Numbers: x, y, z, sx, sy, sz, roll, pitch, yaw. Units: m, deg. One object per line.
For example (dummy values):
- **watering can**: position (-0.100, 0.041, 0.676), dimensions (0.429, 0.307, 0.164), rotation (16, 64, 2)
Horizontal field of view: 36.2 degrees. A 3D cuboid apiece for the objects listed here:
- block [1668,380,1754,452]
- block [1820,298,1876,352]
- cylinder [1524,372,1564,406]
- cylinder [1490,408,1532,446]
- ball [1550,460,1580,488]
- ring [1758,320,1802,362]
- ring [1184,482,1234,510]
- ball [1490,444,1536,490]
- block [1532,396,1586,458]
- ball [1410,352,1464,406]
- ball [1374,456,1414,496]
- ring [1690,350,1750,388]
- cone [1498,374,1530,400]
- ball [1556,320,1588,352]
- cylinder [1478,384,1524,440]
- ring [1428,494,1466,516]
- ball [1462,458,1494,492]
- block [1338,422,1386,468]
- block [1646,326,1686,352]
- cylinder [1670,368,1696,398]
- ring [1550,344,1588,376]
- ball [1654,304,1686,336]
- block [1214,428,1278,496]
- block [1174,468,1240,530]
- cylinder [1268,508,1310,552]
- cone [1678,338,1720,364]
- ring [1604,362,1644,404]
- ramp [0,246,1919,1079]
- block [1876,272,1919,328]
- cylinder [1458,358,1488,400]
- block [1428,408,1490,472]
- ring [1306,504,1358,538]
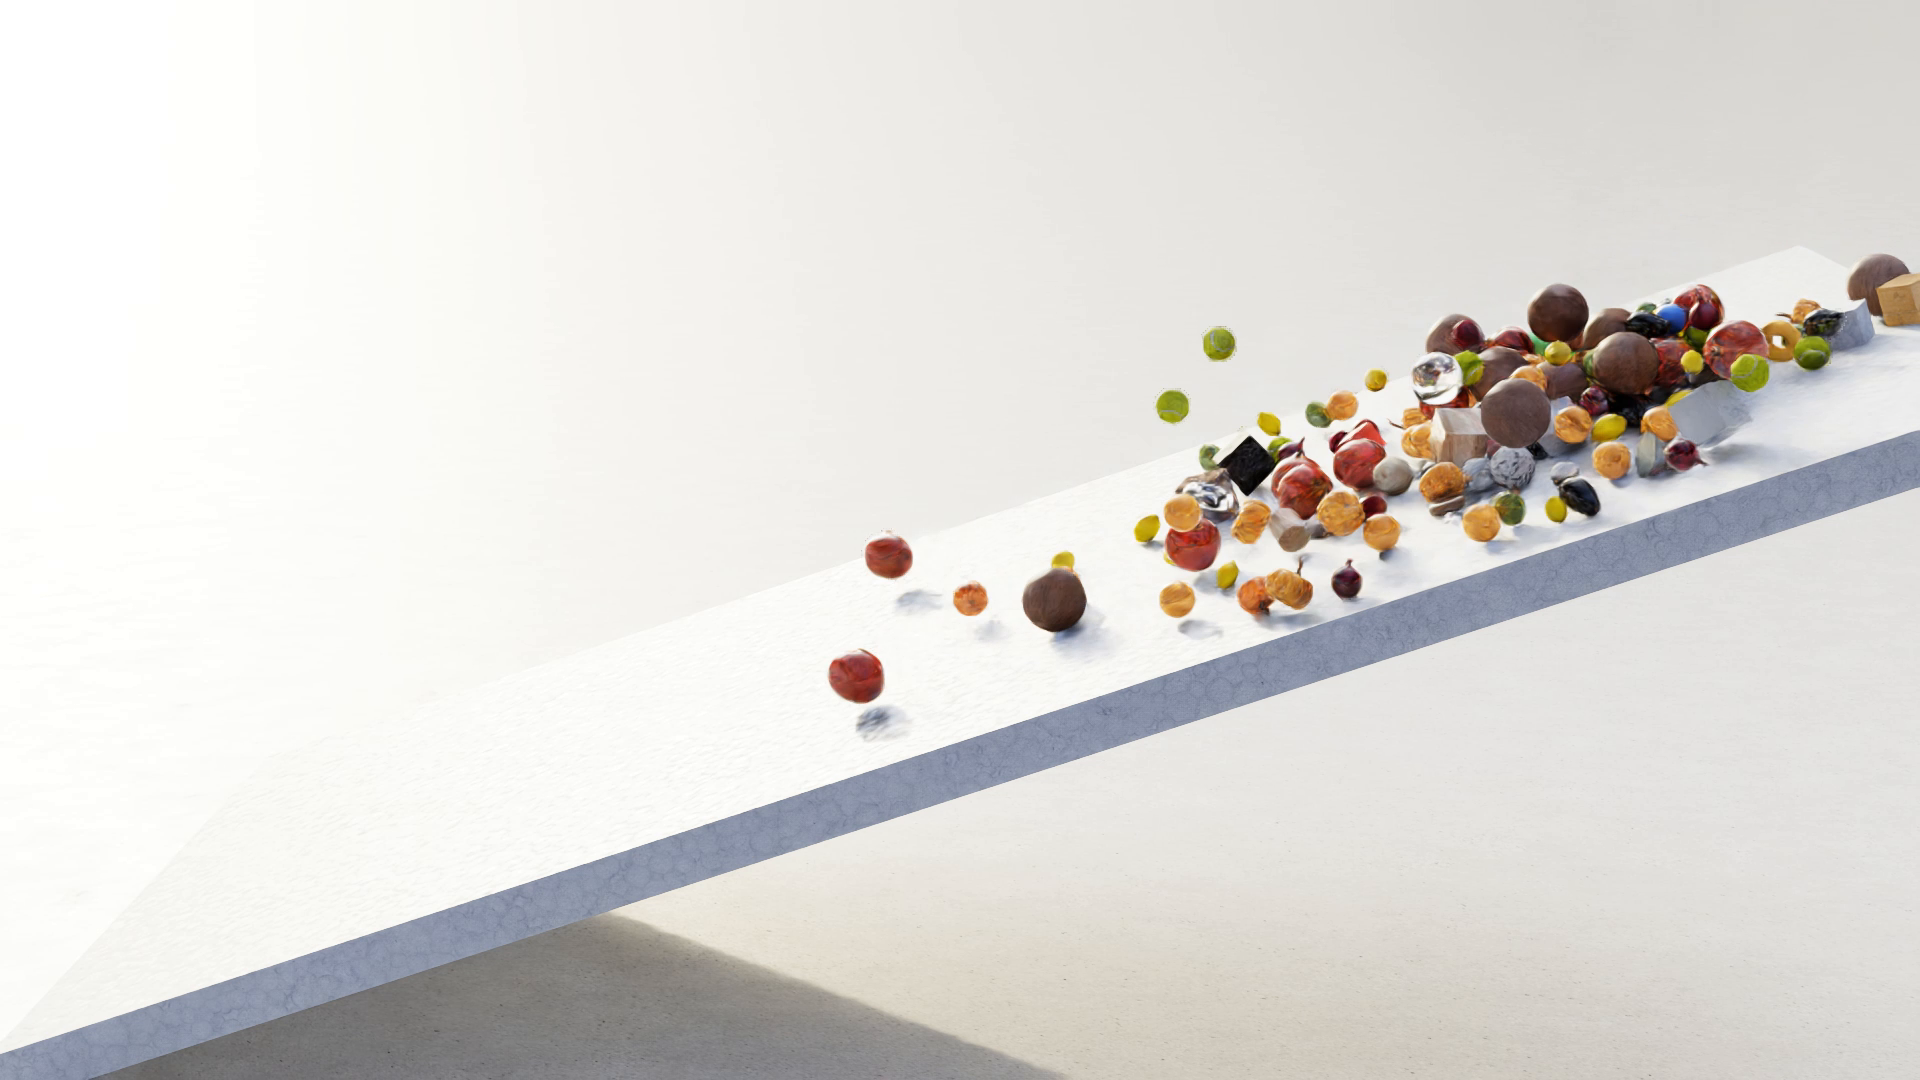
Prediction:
- **block**: position (1.391, -0.232, 5.453), dimensions (0.092, 0.092, 0.092), rotation (-11, -21, -44)
- **block**: position (1.785, -0.432, 5.916), dimensions (0.075, 0.075, 0.075), rotation (-11, 14, 36)
- **cylinder**: position (1.205, -0.306, 6.067), dimensions (0.059, 0.059, 0.059), rotation (24, 27, -13)
- **cylinder**: position (1.114, -0.228, 5.957), dimensions (0.060, 0.060, 0.060), rotation (-37, -6, 28)
- **ball**: position (1.147, -0.124, 5.574), dimensions (0.053, 0.053, 0.053), rotation (0, 12, 0)
- **ring**: position (1.638, -0.396, 5.874), dimensions (0.092, 0.092, 0.031), rotation (7, 35, 29)
- **ring**: position (0.523, -0.092, 6.192), dimensions (0.108, 0.036, 0.108), rotation (12, 15, -3)
- **ball**: position (1.072, -0.142, 5.707), dimensions (0.088, 0.088, 0.088), rotation (0, 12, 0)
- **block**: position (1.189, -0.225, 5.839), dimensions (0.077, 0.077, 0.077), rotation (-18, -37, 24)
- **ball**: position (0.900, -0.304, 5.551), dimensions (0.099, 0.099, 0.099), rotation (0, 12, 0)
- **ball**: position (0.883, -0.130, 5.992), dimensions (0.081, 0.081, 0.081), rotation (0, 12, 0)
- **ring**: position (1.485, -0.331, 5.748), dimensions (0.121, 0.040, 0.121), rotation (-15, -24, -7)
- **cone**: position (1.219, -0.323, 6.372), dimensions (0.083, 0.083, 0.083), rotation (-7, 13, -4)
- **ball**: position (1.312, -0.437, 6.312), dimensions (0.067, 0.067, 0.067), rotation (0, 12, 0)
- **cylinder**: position (1.135, -0.268, 6.200), dimensions (0.090, 0.090, 0.090), rotation (5, 30, 23)
- **ring**: position (0.948, -0.068, 5.724), dimensions (0.075, 0.025, 0.075), rotation (-20, 10, 4)
- **ball**: position (1.021, -0.129, 5.786), dimensions (0.067, 0.067, 0.067), rotation (0, 12, 0)
- **block**: position (0.864, -0.205, 6.325), dimensions (0.062, 0.062, 0.062), rotation (-41, 4, -31)
- **block**: position (1.552, -0.450, 6.466), dimensions (0.054, 0.054, 0.054), rotation (-26, 13, -30)
- **cylinder**: position (1.459, -0.308, 5.884), dimensions (0.054, 0.054, 0.054), rotation (43, 18, 2)
- **ring**: position (1.313, -0.409, 6.502), dimensions (0.147, 0.049, 0.147), rotation (-3, -26, -2)
- **ball**: position (1.465, -0.455, 6.069), dimensions (0.065, 0.065, 0.065), rotation (0, 12, 0)
- **block**: position (0.633, -0.172, 6.508), dimensions (0.097, 0.097, 0.097), rotation (-43, 9, 7)
- **block**: position (0.535, -0.089, 6.363), dimensions (0.094, 0.094, 0.094), rotation (-14, 12, 27)
- **cylinder**: position (0.651, -0.020, 5.821), dimensions (0.065, 0.065, 0.065), rotation (-4, 36, -17)
- **cone**: position (1.528, -0.401, 6.127), dimensions (0.076, 0.076, 0.076), rotation (22, 11, -5)
- **ring**: position (1.374, -0.326, 6.085), dimensions (0.086, 0.086, 0.029), rotation (0, 2, 2)
- **ramp**: position (0.109, 0.179, 6.303), dimensions (4.000, 0.100, 2.000), rotation (-18, 11, 6)
- **block**: position (1.917, -0.486, 5.932), dimensions (0.082, 0.082, 0.082), rotation (-26, 13, -32)
- **cylinder**: position (1.148, -0.363, 6.662), dimensions (0.069, 0.069, 0.069), rotation (-32, 2, 1)
- **block**: position (0.999, -0.200, 5.888), dimensions (0.091, 0.091, 0.091), rotation (0, 37, -6)
- **ring**: position (0.745, -0.038, 5.897), dimensions (0.112, 0.037, 0.112), rotation (-22, 12, 5)
